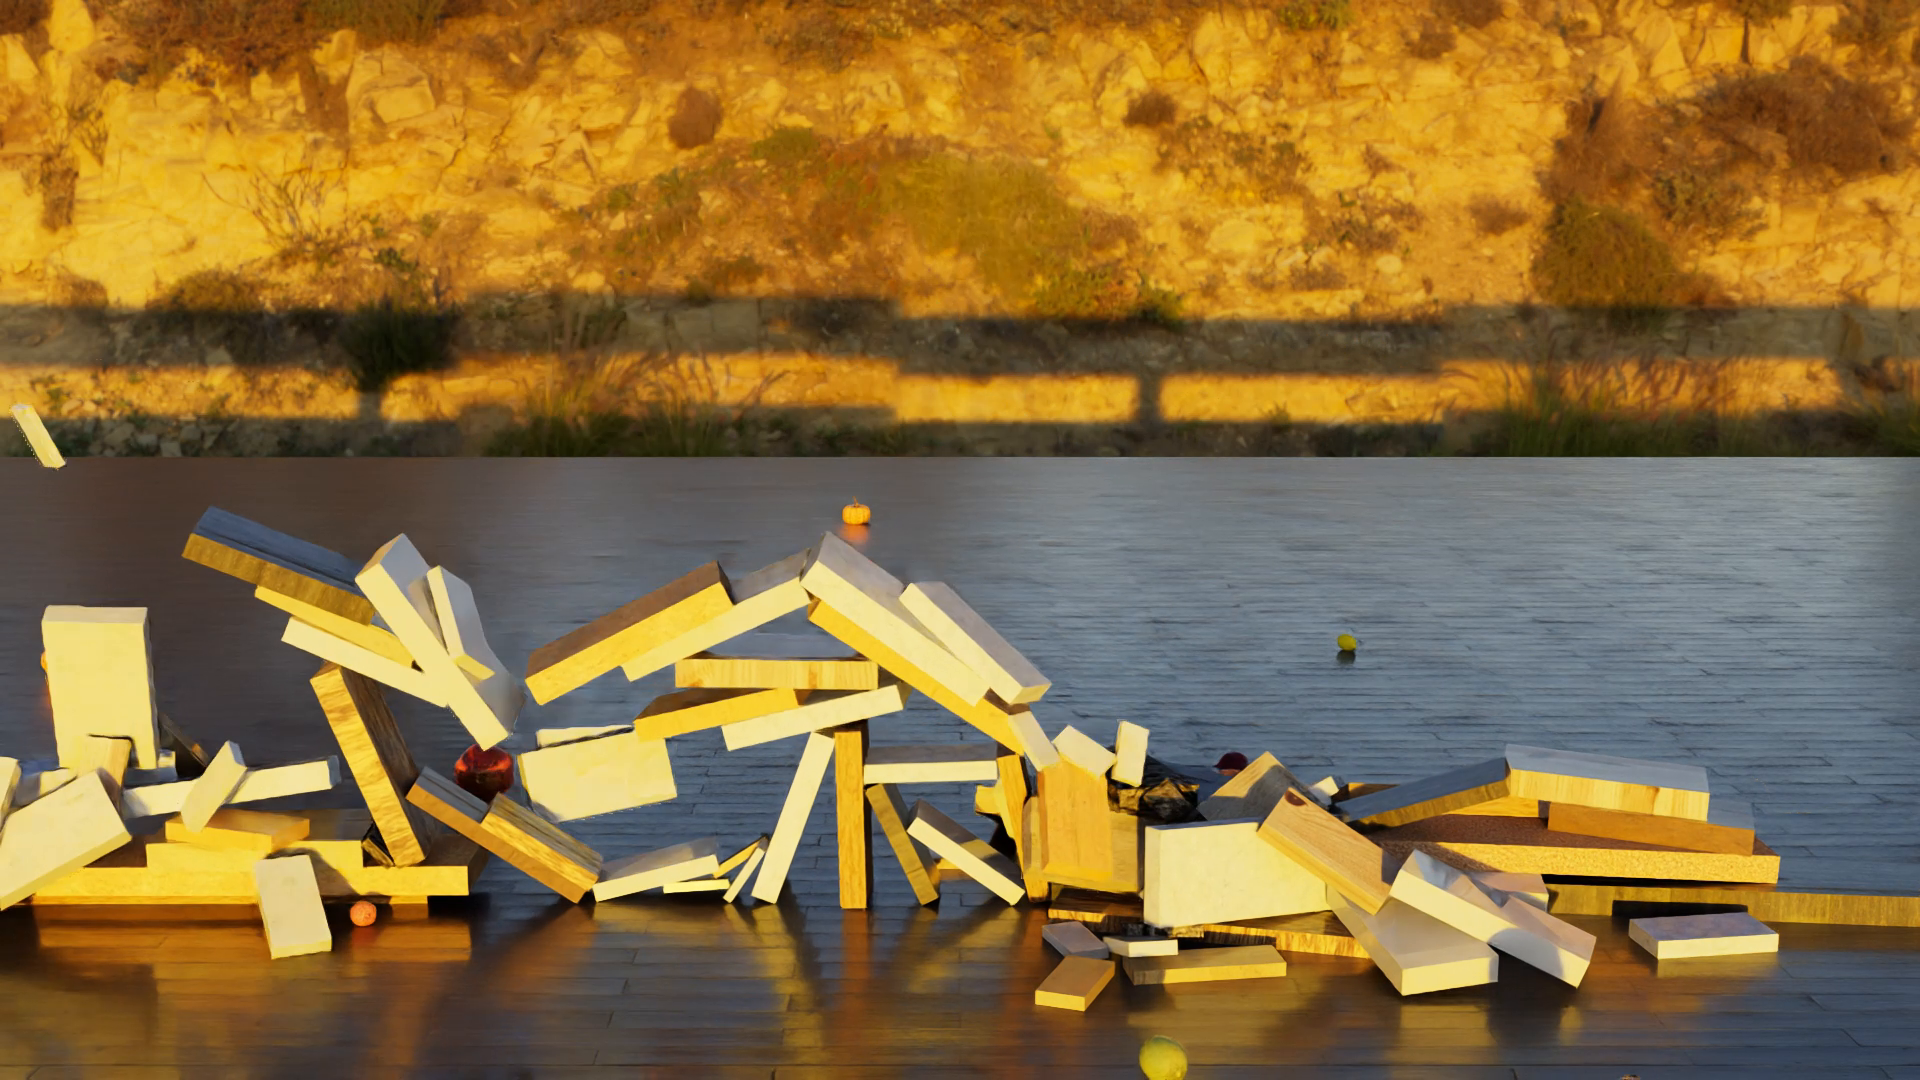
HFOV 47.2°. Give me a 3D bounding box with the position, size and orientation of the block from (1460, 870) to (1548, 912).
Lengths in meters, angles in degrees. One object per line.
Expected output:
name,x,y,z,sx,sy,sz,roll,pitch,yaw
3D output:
block,0.862,0.546,3.643,0.173,0.049,0.346,4,10,7

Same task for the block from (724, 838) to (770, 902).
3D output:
block,-0.353,0.546,3.640,0.015,0.106,0.053,34,11,-2

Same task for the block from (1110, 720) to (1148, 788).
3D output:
block,0.276,0.347,3.567,0.049,0.098,0.014,21,-31,-18

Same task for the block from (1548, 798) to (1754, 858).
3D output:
block,1.151,0.462,3.670,0.320,0.045,0.160,6,11,16

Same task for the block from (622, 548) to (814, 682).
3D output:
block,-0.388,0.120,3.566,0.324,0.046,0.162,-24,14,9

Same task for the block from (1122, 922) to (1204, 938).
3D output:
block,0.313,0.603,3.404,0.123,0.017,0.062,1,-7,3

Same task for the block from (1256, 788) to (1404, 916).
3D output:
block,0.576,0.482,3.413,0.215,0.030,0.108,34,39,12

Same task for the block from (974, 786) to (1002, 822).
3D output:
block,0.207,0.486,3.932,0.329,0.047,0.164,3,-12,16

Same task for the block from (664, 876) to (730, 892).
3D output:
block,-0.438,0.574,3.671,0.106,0.015,0.053,-3,-1,-3

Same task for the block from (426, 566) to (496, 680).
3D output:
block,-0.797,0.132,3.511,0.025,0.176,0.088,-30,-32,9

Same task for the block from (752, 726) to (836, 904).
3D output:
block,-0.270,0.441,3.665,0.042,0.298,0.149,20,11,-2

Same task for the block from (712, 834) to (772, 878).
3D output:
block,-0.367,0.531,3.696,0.106,0.015,0.053,-32,1,-3

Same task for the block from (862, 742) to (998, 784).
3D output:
block,-0.047,0.367,3.621,0.217,0.031,0.108,-2,10,2

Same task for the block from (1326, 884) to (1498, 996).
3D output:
block,0.687,0.594,3.361,0.150,0.043,0.301,-6,18,-11

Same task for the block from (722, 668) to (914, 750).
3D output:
block,-0.233,0.274,3.635,0.298,0.042,0.149,-14,10,8

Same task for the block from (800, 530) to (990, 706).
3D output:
block,-0.097,0.124,3.533,0.340,0.048,0.170,36,15,-8

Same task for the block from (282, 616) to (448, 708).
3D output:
block,-0.948,0.186,3.580,0.278,0.039,0.139,23,8,-5

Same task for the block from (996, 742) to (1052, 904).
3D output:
block,0.107,0.462,3.660,0.036,0.254,0.127,-12,10,4

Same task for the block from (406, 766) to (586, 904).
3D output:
block,-0.761,0.488,3.643,0.329,0.029,0.104,34,7,-9

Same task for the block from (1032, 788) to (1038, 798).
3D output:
block,0.231,0.502,3.643,0.254,0.036,0.127,37,10,-5

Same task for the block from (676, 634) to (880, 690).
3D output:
block,-0.295,0.198,3.611,0.324,0.046,0.162,1,13,-1

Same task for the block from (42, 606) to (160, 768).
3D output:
block,-1.391,0.242,3.569,0.151,0.302,0.043,2,35,-11

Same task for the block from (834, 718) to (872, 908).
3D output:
block,-0.175,0.443,3.641,0.042,0.298,0.149,-1,10,2

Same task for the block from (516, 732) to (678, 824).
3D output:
block,-0.628,0.411,3.811,0.253,0.126,0.036,-9,-10,-26

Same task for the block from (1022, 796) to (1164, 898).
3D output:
block,0.227,0.497,3.531,0.254,0.036,0.127,12,51,-14

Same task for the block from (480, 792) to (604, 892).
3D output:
block,-0.692,0.499,3.645,0.208,0.029,0.104,33,7,-10

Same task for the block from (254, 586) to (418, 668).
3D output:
block,-0.991,0.122,3.585,0.278,0.039,0.139,24,8,3

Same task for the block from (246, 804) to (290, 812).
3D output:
block,-1.256,0.511,4.046,0.119,0.017,0.059,9,14,39

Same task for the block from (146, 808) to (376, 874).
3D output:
block,-1.141,0.495,3.627,0.341,0.048,0.171,-1,10,-3

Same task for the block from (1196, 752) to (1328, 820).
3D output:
block,0.448,0.471,3.551,0.277,0.039,0.139,-34,64,-28

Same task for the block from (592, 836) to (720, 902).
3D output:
block,-0.507,0.549,3.682,0.208,0.029,0.104,-14,11,-3

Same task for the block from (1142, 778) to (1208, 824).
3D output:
block,0.347,0.437,3.529,0.052,0.015,0.103,-32,64,-27

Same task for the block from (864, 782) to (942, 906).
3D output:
block,-0.094,0.488,3.648,0.031,0.217,0.108,-25,9,6

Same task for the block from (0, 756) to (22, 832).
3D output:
block,-1.592,0.482,3.408,0.163,0.327,0.046,10,-33,-8

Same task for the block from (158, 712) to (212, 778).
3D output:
block,-1.363,0.370,3.842,0.139,0.069,0.020,42,34,6

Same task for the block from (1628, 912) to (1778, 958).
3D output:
block,1.162,0.618,3.440,0.198,0.028,0.099,-2,11,-9

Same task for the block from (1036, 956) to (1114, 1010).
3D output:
block,0.172,0.655,3.258,0.075,0.021,0.149,4,11,21

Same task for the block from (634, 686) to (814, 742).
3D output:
block,-0.388,0.270,3.654,0.278,0.039,0.139,-13,10,12

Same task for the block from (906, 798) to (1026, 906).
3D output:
block,0.011,0.516,3.652,0.217,0.031,0.108,35,9,-5
